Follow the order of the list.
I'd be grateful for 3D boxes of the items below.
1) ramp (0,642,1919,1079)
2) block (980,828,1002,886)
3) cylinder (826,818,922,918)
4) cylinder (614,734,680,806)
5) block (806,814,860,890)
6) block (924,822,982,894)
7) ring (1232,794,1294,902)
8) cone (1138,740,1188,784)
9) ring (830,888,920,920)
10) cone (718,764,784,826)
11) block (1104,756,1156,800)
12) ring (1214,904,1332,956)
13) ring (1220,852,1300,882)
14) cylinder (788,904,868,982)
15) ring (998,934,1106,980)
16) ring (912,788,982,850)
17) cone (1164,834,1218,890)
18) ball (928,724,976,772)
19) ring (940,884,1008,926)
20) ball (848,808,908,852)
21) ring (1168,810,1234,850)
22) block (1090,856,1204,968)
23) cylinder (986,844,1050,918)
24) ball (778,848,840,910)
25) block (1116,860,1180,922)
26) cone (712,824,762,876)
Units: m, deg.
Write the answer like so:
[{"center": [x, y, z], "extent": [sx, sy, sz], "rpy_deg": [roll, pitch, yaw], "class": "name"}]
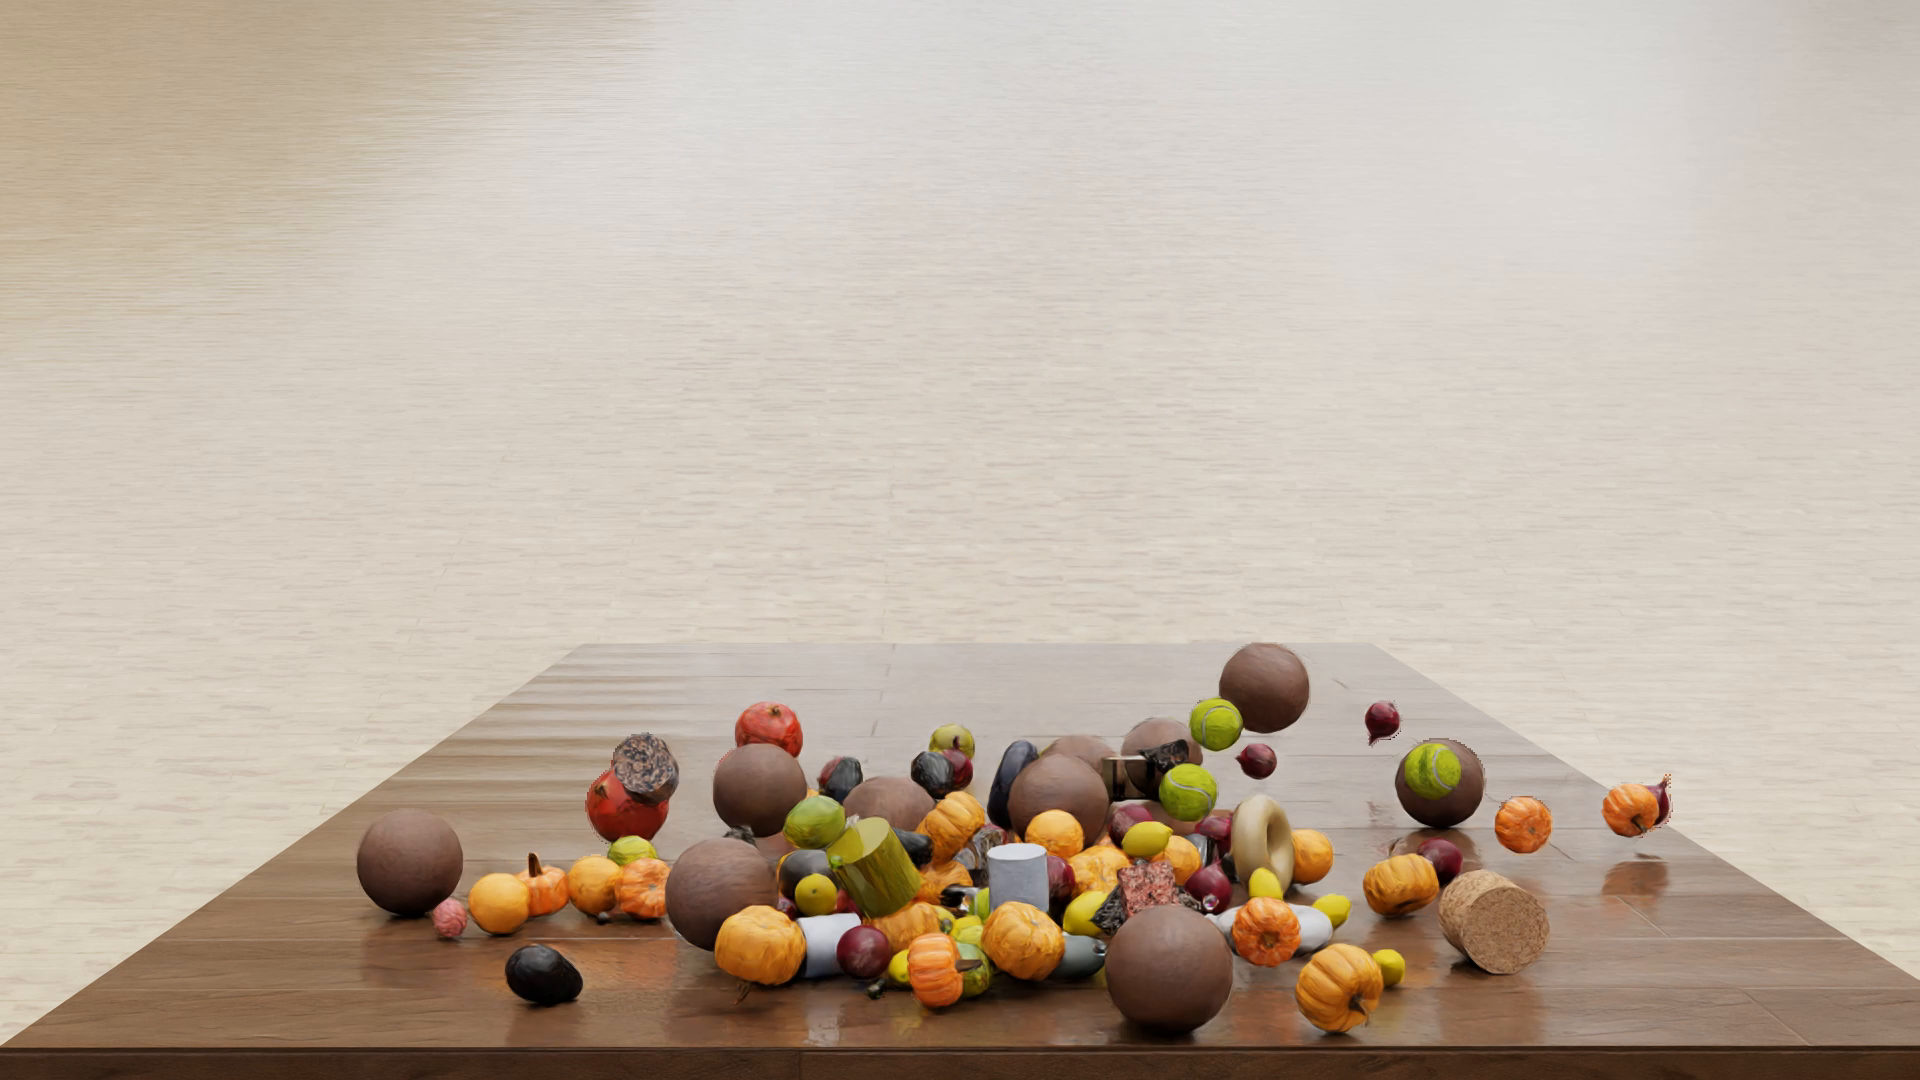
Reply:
[{"center": [0.048, 0.431, 4.533], "extent": [2.000, 0.100, 4.000], "rpy_deg": [0, 3, 0], "class": "ramp"}, {"center": [0.013, 0.417, 3.387], "extent": [0.064, 0.064, 0.064], "rpy_deg": [2, 4, 29], "class": "block"}, {"center": [-0.096, 0.368, 2.885], "extent": [0.080, 0.080, 0.080], "rpy_deg": [-25, 24, 12], "class": "cylinder"}, {"center": [-0.425, 0.312, 3.486], "extent": [0.080, 0.080, 0.080], "rpy_deg": [0, -18, 0], "class": "cylinder"}, {"center": [-0.144, 0.382, 3.118], "extent": [0.061, 0.061, 0.061], "rpy_deg": [-26, 11, 30], "class": "block"}, {"center": [-0.009, 0.407, 3.284], "extent": [0.067, 0.067, 0.067], "rpy_deg": [0, 57, -4], "class": "block"}, {"center": [0.383, 0.389, 3.248], "extent": [0.045, 0.135, 0.135], "rpy_deg": [-11, 14, 28], "class": "ring"}, {"center": [0.270, 0.295, 3.508], "extent": [0.062, 0.062, 0.062], "rpy_deg": [13, 24, 28], "class": "cone"}, {"center": [-0.107, 0.443, 3.174], "extent": [0.114, 0.038, 0.114], "rpy_deg": [-1, 2, 0], "class": "ring"}, {"center": [-0.323, 0.397, 3.796], "extent": [0.099, 0.099, 0.099], "rpy_deg": [11, 56, -17], "class": "cone"}, {"center": [0.234, 0.329, 3.551], "extent": [0.056, 0.056, 0.056], "rpy_deg": [-2, 0, -15], "class": "block"}, {"center": [0.362, 0.451, 2.969], "extent": [0.136, 0.045, 0.136], "rpy_deg": [-2, 1, 0], "class": "ring"}, {"center": [0.396, 0.431, 3.390], "extent": [0.105, 0.035, 0.105], "rpy_deg": [1, 3, 0], "class": "ring"}, {"center": [-0.146, 0.447, 2.833], "extent": [0.066, 0.066, 0.066], "rpy_deg": [-25, 29, -20], "class": "cylinder"}, {"center": [0.101, 0.460, 2.832], "extent": [0.120, 0.040, 0.120], "rpy_deg": [-2, -3, 0], "class": "ring"}, {"center": [-0.018, 0.393, 3.553], "extent": [0.100, 0.100, 0.033], "rpy_deg": [3, -21, 8], "class": "ring"}, {"center": [0.311, 0.434, 3.350], "extent": [0.072, 0.072, 0.072], "rpy_deg": [-3, 31, -9], "class": "cone"}, {"center": [-0.014, 0.351, 4.348], "extent": [0.080, 0.080, 0.080], "rpy_deg": [0, 20, 0], "class": "ball"}, {"center": [0.017, 0.439, 3.080], "extent": [0.087, 0.087, 0.029], "rpy_deg": [10, 67, 26], "class": "ring"}, {"center": [-0.116, 0.401, 3.383], "extent": [0.096, 0.096, 0.096], "rpy_deg": [0, 20, 0], "class": "ball"}, {"center": [0.359, 0.412, 3.656], "extent": [0.128, 0.043, 0.128], "rpy_deg": [1, 4, 0], "class": "ring"}, {"center": [0.206, 0.413, 2.843], "extent": [0.086, 0.086, 0.086], "rpy_deg": [37, -8, 6], "class": "block"}, {"center": [0.066, 0.387, 2.915], "extent": [0.068, 0.068, 0.068], "rpy_deg": [-3, 9, 0], "class": "cylinder"}, {"center": [-0.178, 0.401, 3.043], "extent": [0.074, 0.074, 0.074], "rpy_deg": [0, 20, 0], "class": "ball"}, {"center": [0.203, 0.379, 2.775], "extent": [0.055, 0.055, 0.055], "rpy_deg": [-10, -10, -3], "class": "block"}, {"center": [-0.261, 0.393, 3.155], "extent": [0.061, 0.061, 0.061], "rpy_deg": [-19, 51, -42], "class": "cone"}]
